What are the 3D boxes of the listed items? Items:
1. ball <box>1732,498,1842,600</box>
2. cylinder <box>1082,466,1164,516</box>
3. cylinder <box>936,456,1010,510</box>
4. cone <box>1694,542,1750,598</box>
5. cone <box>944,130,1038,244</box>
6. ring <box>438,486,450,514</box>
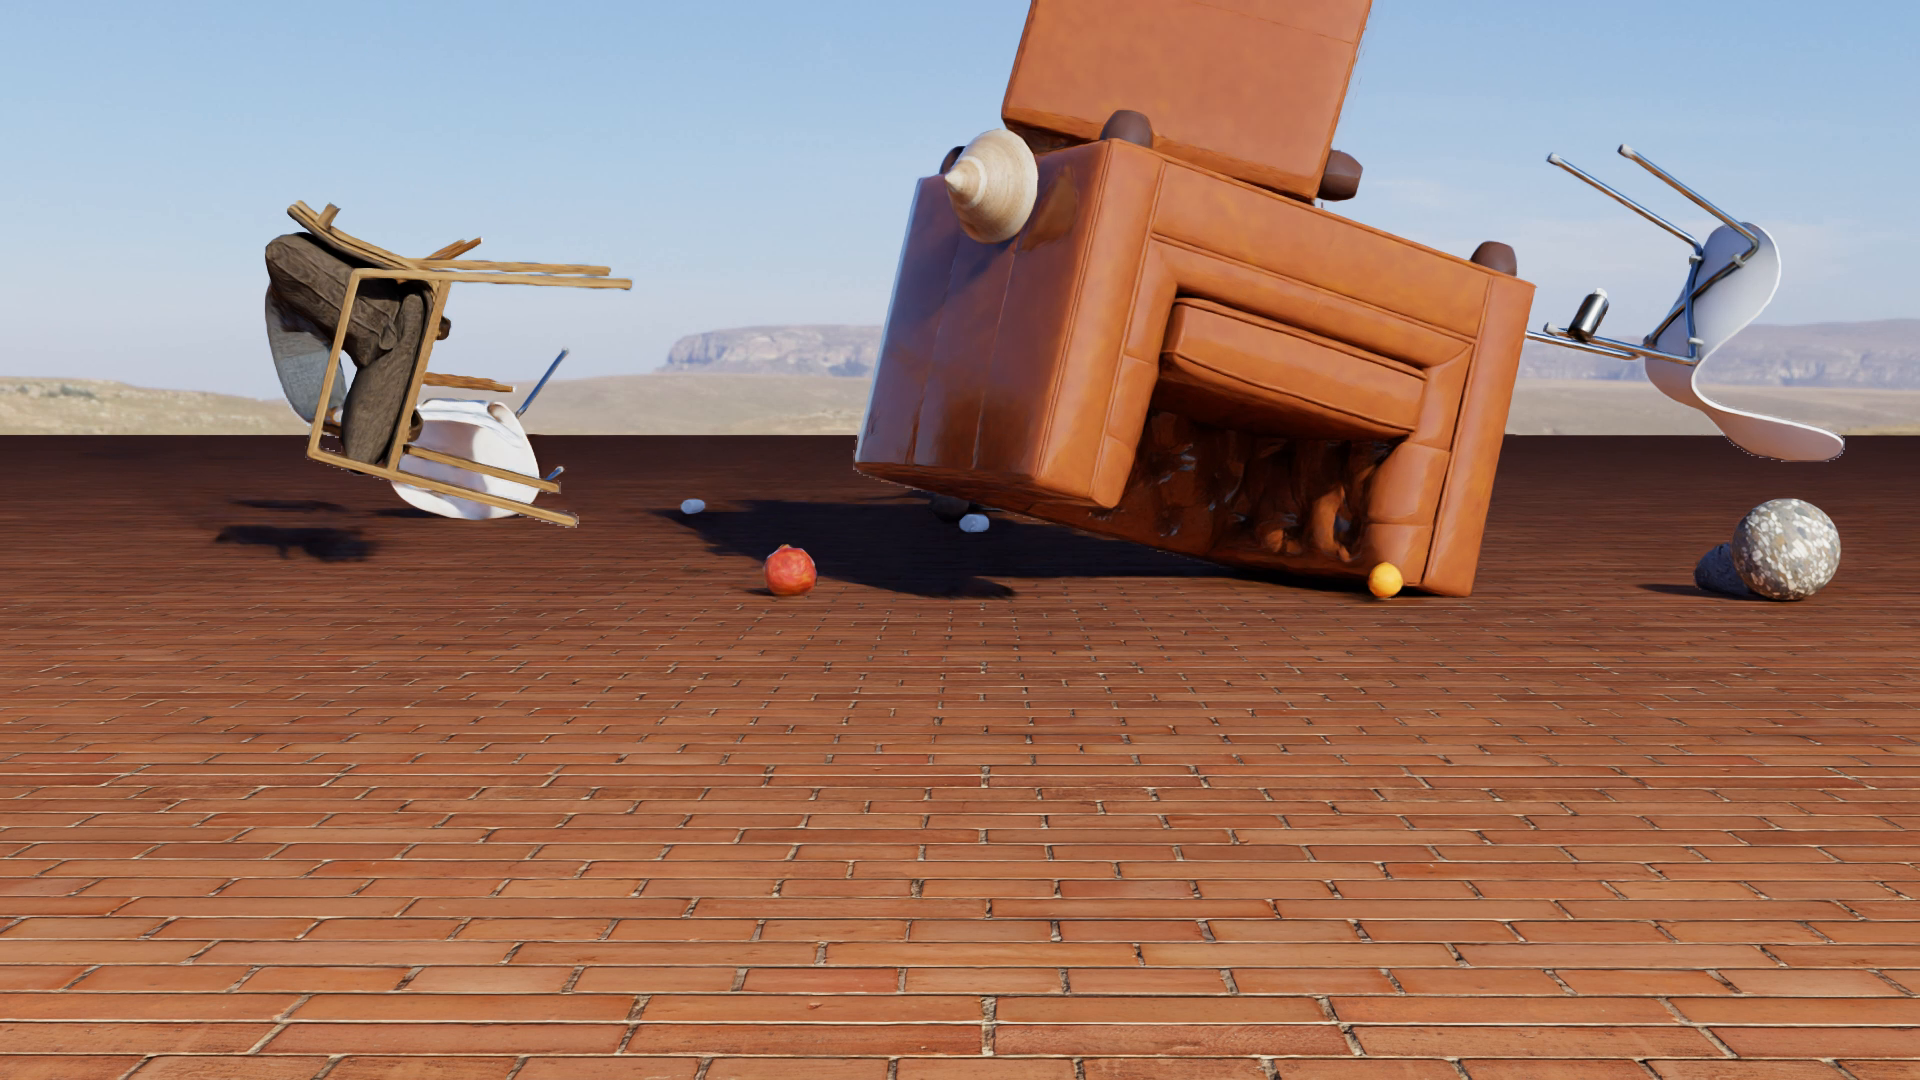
[{"bbox_3d":[1.750,0.020,4.661,0.218,0.218,0.218,0,4,0],"label":"ball"},{"bbox_3d":[0.585,-0.178,7.919,0.313,0.168,0.257,3,5,40],"label":"cylinder"},{"bbox_3d":[0.047,-0.209,8.106,0.244,0.159,0.294,4,6,-29],"label":"cylinder"},{"bbox_3d":[1.693,0.092,4.791,0.146,0.110,0.156,-33,21,15],"label":"cone"},{"bbox_3d":[0.018,-0.728,4.478,0.144,0.236,0.250,0,11,-45],"label":"cone"},{"bbox_3d":[-1.842,-0.140,7.861,0.016,0.103,0.078,-6,-9,-37],"label":"ring"}]
